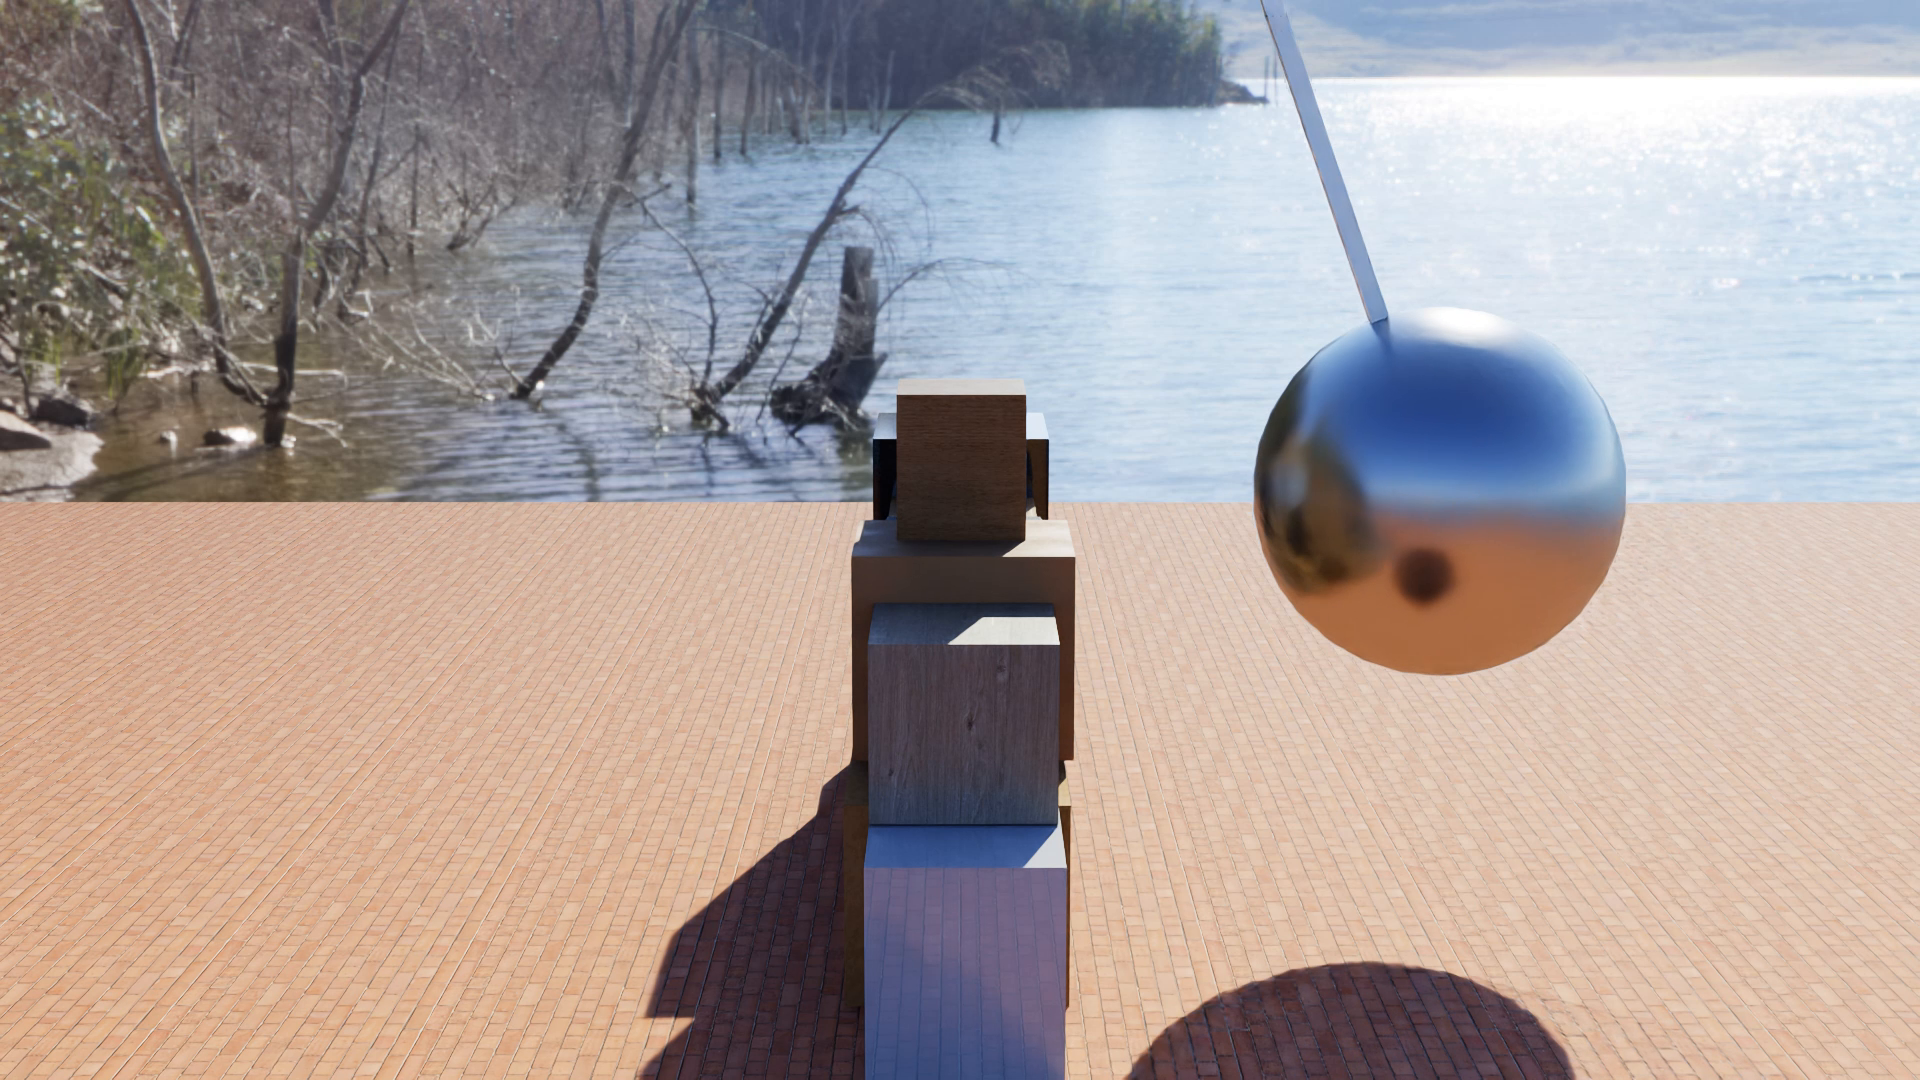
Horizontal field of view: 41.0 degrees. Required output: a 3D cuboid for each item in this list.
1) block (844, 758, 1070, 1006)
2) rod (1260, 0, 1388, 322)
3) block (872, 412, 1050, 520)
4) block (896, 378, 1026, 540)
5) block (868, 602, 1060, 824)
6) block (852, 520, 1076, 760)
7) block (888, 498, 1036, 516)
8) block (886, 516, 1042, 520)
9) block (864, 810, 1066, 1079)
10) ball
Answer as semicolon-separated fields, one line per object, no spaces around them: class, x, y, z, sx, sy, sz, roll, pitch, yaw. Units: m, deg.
block;-0.011;1.314;10.122;0.856;0.793;0.831;0;10;0
rod;0.899;-3.349;10.571;0.080;5.200;0.080;-20;10;4
block;0.004;-0.129;12.639;0.832;0.879;0.952;0;10;0
block;0.006;-0.338;10.553;0.518;0.590;0.547;0;10;0
block;0.013;0.644;9.707;0.695;0.675;0.739;0;10;0
block;0.013;0.394;10.470;0.874;0.820;0.831;0;10;0
block;0.012;0.152;11.873;0.672;0.599;0.649;0;10;0
block;0.016;0.306;11.229;0.690;0.727;0.658;0;9;0
block;0.018;1.459;9.345;0.705;0.785;0.731;0;10;0
ball;2.074;-0.211;11.142;1.600;1.600;1.600;0;10;0
